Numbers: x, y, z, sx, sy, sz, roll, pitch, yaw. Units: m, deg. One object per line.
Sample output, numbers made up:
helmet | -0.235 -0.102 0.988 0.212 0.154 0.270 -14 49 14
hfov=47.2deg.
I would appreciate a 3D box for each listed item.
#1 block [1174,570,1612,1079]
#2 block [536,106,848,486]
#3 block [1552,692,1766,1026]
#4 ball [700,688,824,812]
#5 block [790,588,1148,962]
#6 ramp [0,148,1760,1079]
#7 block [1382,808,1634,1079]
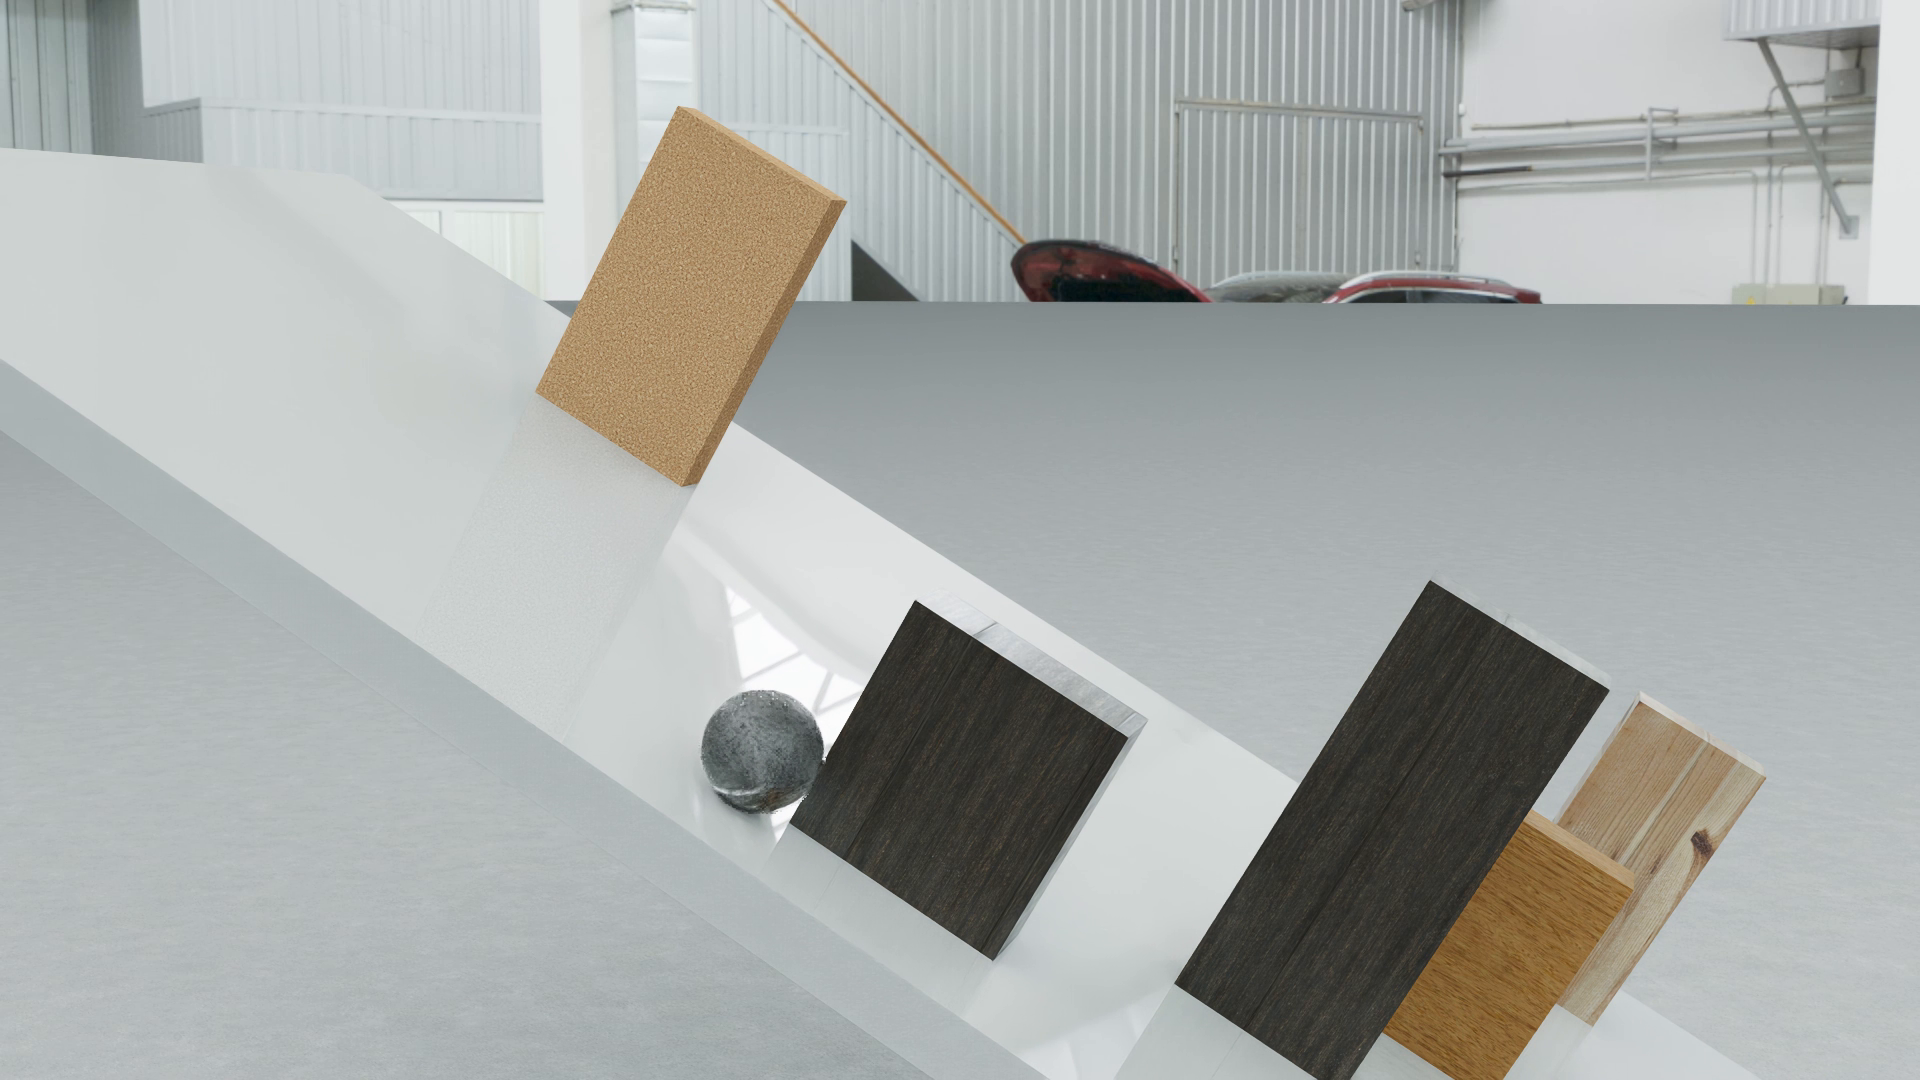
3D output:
block | 0.677 0.464 3.477 0.312 0.778 0.118 32 15 11
block | -0.564 -0.502 4.565 0.385 0.678 0.089 32 15 11
block | 1.325 0.643 4.438 0.278 0.616 0.113 32 15 11
ball | -0.297 0.316 3.302 0.185 0.185 0.185 0 7 0
block | 0.012 0.350 3.329 0.375 0.407 0.137 32 15 11
ramp | -0.184 0.304 4.128 4.000 0.100 2.000 32 15 11
block | 0.908 0.690 3.806 0.299 0.453 0.110 32 15 11
